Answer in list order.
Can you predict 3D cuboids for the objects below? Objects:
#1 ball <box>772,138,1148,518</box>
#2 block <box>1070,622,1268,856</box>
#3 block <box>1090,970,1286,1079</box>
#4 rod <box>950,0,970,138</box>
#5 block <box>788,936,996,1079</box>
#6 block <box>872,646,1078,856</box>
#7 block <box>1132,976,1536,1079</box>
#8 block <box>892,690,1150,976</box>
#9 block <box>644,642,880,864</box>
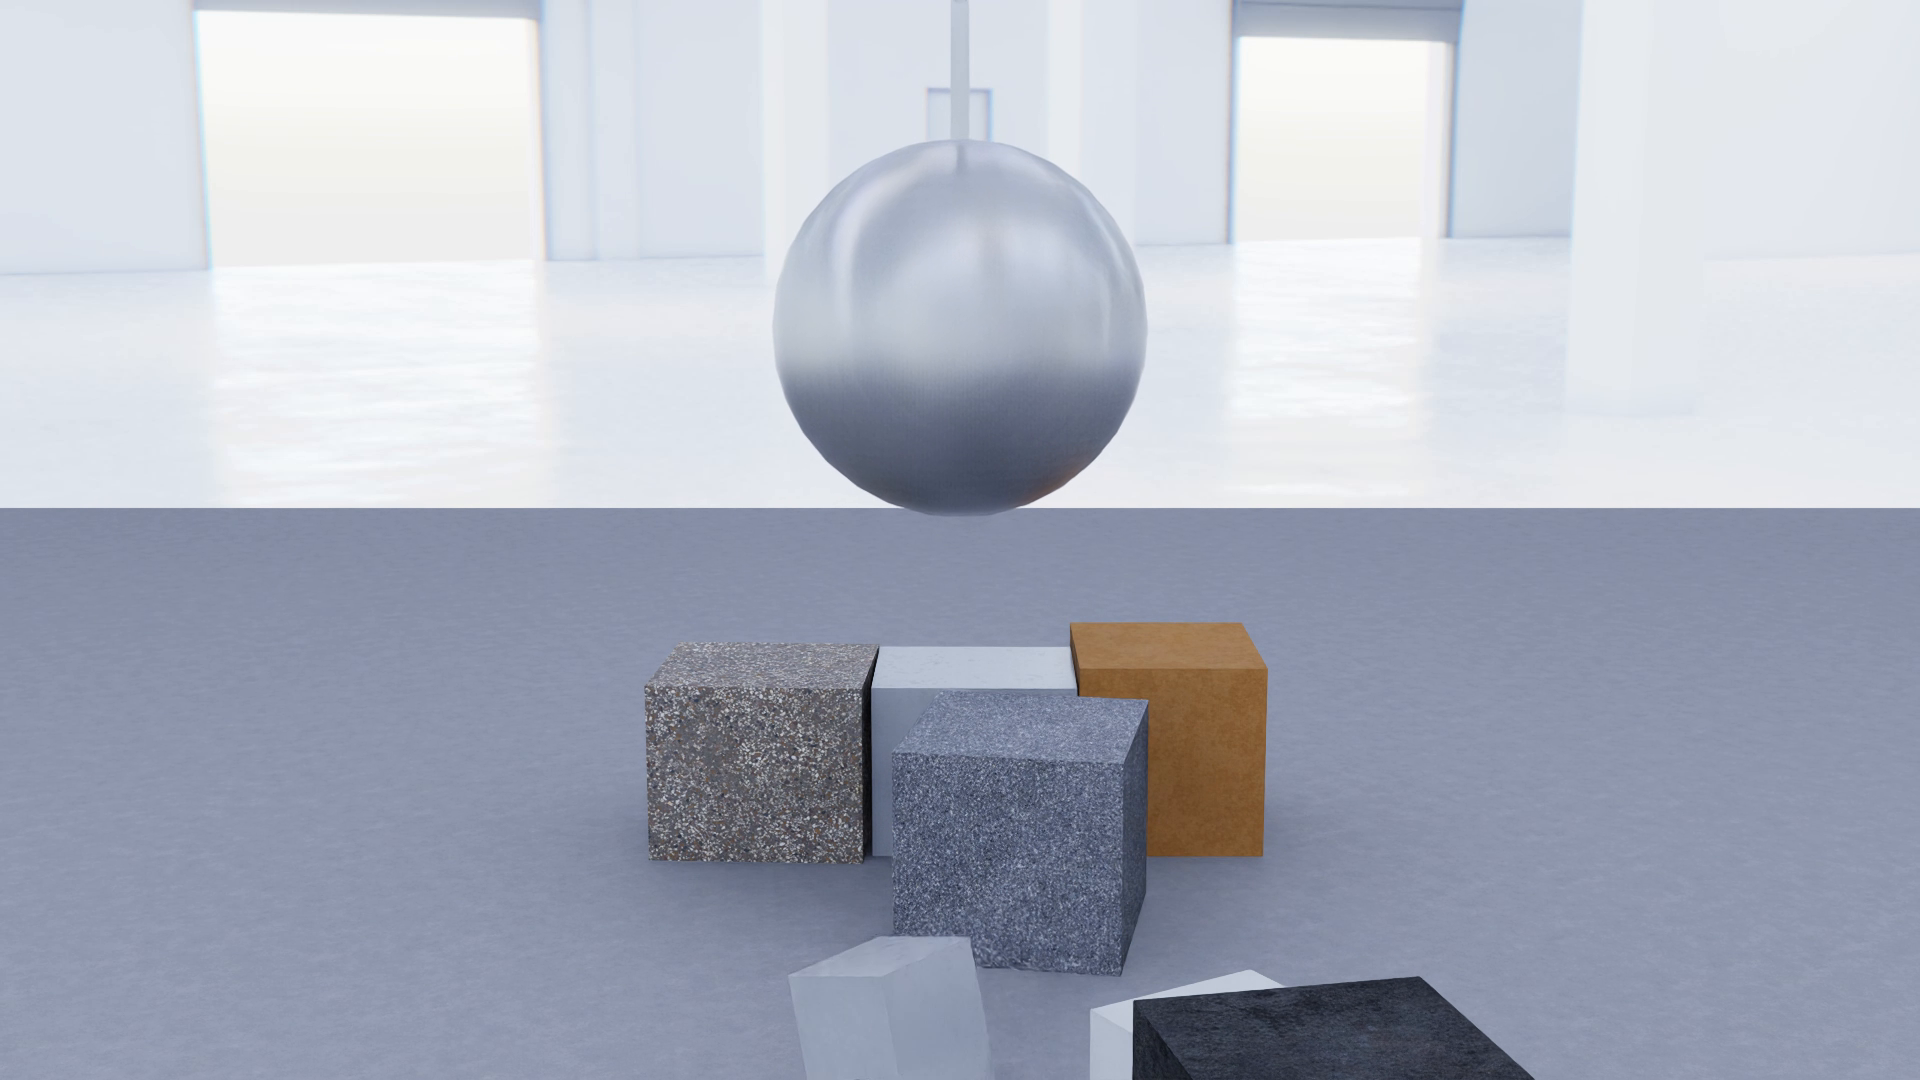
[{"bbox_3d":[0.000,-0.895,9.345,1.600,1.600,1.600,0,10,0],"label":"ball"},{"bbox_3d":[1.047,1.007,11.347,0.919,0.958,1.042,0,10,0],"label":"block"},{"bbox_3d":[0.887,1.899,7.261,0.677,0.665,0.630,-6,12,-31],"label":"block"},{"bbox_3d":[0.000,-4.279,9.678,0.080,5.200,0.080,0,-6,0],"label":"rod"},{"bbox_3d":[-0.246,1.780,8.027,0.454,0.535,0.501,-9,3,40],"label":"block"},{"bbox_3d":[0.076,1.069,11.285,1.010,0.859,0.896,0,10,1],"label":"block"},{"bbox_3d":[1.082,1.924,6.356,0.928,0.940,0.995,-2,11,-12],"label":"block"},{"bbox_3d":[0.295,1.284,9.880,0.990,0.938,1.086,2,10,10],"label":"block"},{"bbox_3d":[-0.981,1.065,11.233,1.060,0.885,0.969,1,10,3],"label":"block"}]
